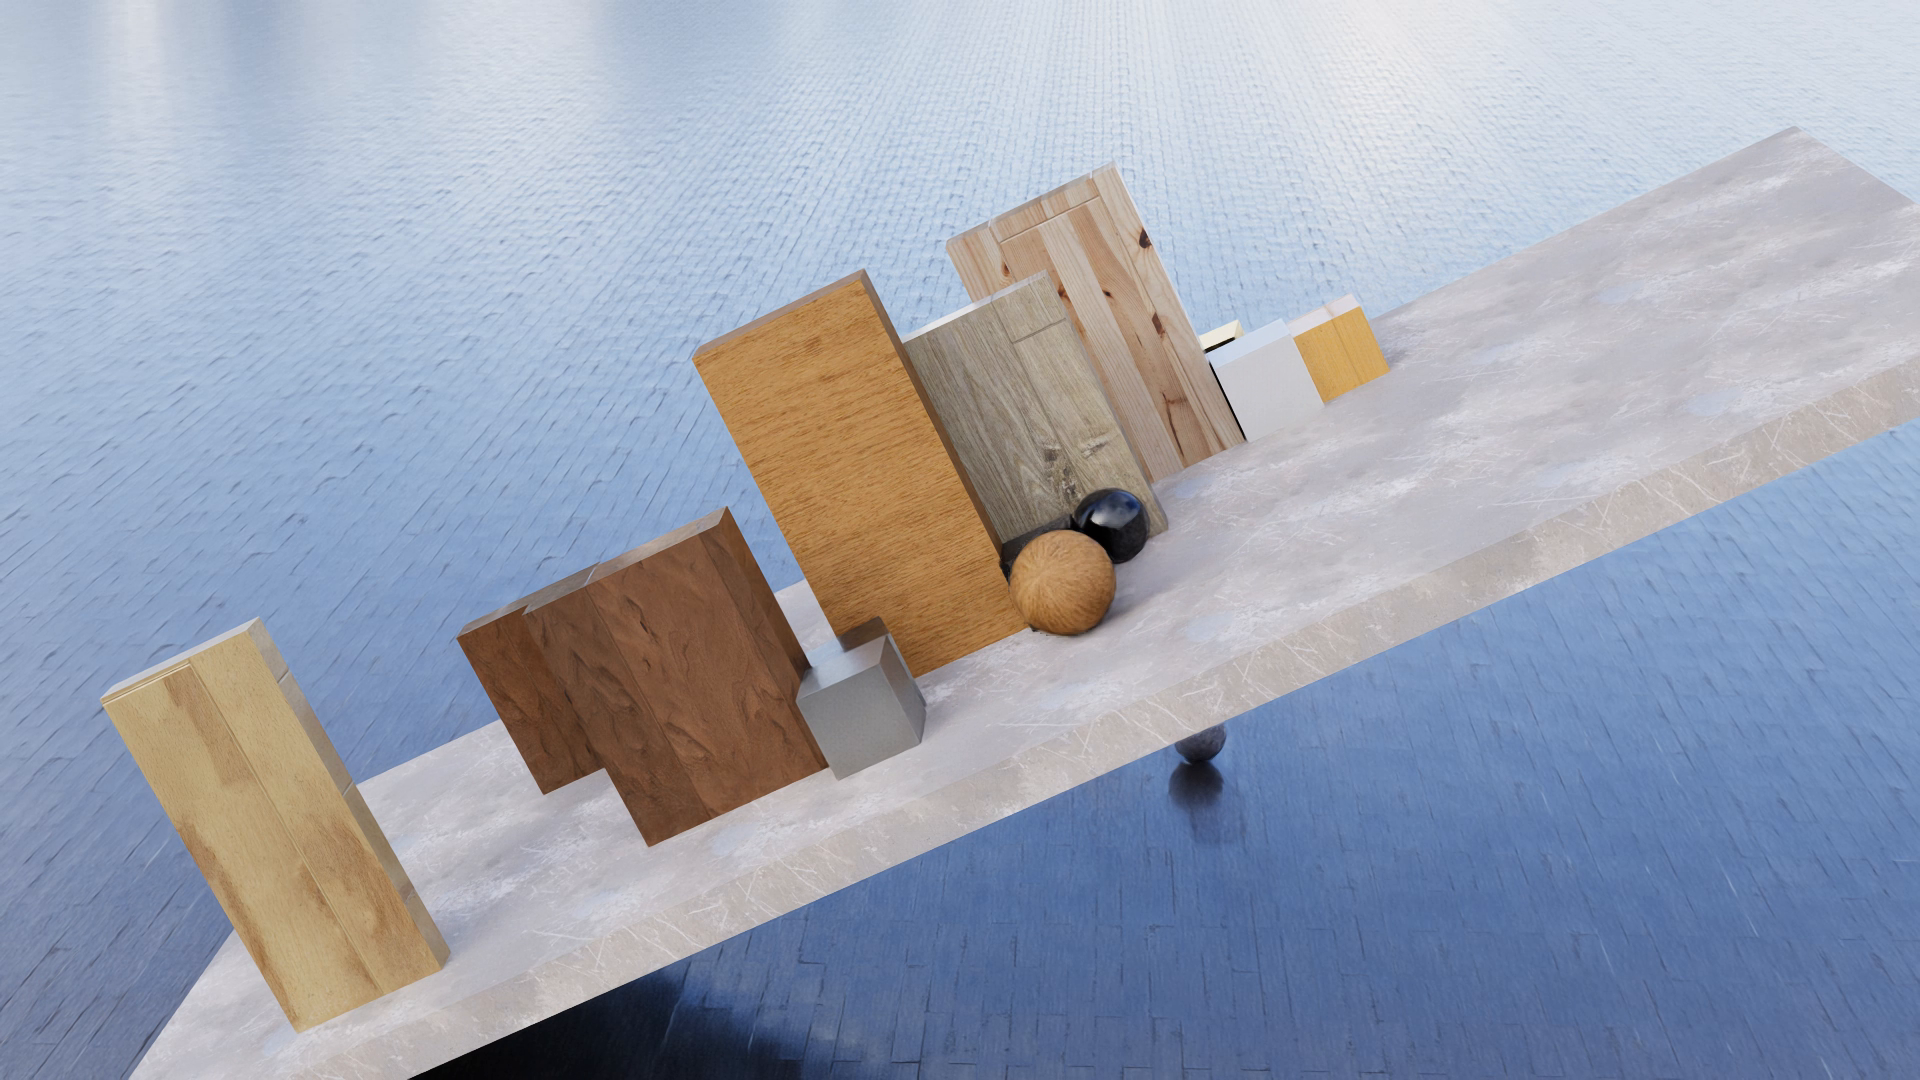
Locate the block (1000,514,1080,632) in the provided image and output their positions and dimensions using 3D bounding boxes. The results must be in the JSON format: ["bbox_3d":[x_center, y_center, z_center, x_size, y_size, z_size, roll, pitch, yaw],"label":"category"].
[{"bbox_3d":[0.188,0.065,6.013,0.156,0.156,0.156,-25,13,10],"label":"block"}]

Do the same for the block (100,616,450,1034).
[{"bbox_3d":[-1.322,0.559,5.703,0.328,0.768,0.084,-25,13,9],"label":"block"}]

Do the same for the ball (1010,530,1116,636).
[{"bbox_3d":[0.204,0.084,5.801,0.209,0.209,0.209,0,16,0],"label":"ball"}]

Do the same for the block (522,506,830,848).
[{"bbox_3d":[-0.538,0.271,5.804,0.432,0.533,0.137,-25,13,9],"label":"block"}]

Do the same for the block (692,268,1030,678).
[{"bbox_3d":[-0.191,-0.110,6.010,0.378,0.797,0.115,-25,13,9],"label":"block"}]

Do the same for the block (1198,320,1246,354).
[{"bbox_3d":[0.616,-0.404,6.972,0.156,0.156,0.156,-23,14,16],"label":"block"}]

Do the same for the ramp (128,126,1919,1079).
[{"bbox_3d":[0.137,0.168,6.281,4.000,0.100,2.000,-25,13,9],"label":"ramp"}]

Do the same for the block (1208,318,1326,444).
[{"bbox_3d":[0.686,-0.359,6.605,0.186,0.186,0.186,-25,13,6],"label":"block"}]

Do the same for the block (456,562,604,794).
[{"bbox_3d":[-0.865,0.309,6.554,0.344,0.409,0.100,-25,13,9],"label":"block"}]

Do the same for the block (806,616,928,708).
[{"bbox_3d":[-0.189,0.280,5.899,0.168,0.168,0.168,-28,13,-3],"label":"block"}]

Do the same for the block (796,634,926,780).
[{"bbox_3d":[-0.190,0.324,5.708,0.180,0.180,0.180,-25,13,10],"label":"block"}]

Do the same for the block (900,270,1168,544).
[{"bbox_3d":[0.116,-0.205,6.207,0.432,0.602,0.081,-25,13,9],"label":"block"}]

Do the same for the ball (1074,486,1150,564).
[{"bbox_3d":[0.315,-0.030,6.121,0.162,0.162,0.162,0,16,0],"label":"ball"}]

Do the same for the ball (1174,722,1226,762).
[{"bbox_3d":[0.655,0.533,8.068,0.150,0.150,0.150,0,16,0],"label":"ball"}]

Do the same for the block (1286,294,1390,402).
[{"bbox_3d":[0.848,-0.433,6.620,0.165,0.165,0.165,-25,13,6],"label":"block"}]

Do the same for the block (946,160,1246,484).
[{"bbox_3d":[0.305,-0.447,6.581,0.414,0.683,0.094,-25,13,9],"label":"block"}]
